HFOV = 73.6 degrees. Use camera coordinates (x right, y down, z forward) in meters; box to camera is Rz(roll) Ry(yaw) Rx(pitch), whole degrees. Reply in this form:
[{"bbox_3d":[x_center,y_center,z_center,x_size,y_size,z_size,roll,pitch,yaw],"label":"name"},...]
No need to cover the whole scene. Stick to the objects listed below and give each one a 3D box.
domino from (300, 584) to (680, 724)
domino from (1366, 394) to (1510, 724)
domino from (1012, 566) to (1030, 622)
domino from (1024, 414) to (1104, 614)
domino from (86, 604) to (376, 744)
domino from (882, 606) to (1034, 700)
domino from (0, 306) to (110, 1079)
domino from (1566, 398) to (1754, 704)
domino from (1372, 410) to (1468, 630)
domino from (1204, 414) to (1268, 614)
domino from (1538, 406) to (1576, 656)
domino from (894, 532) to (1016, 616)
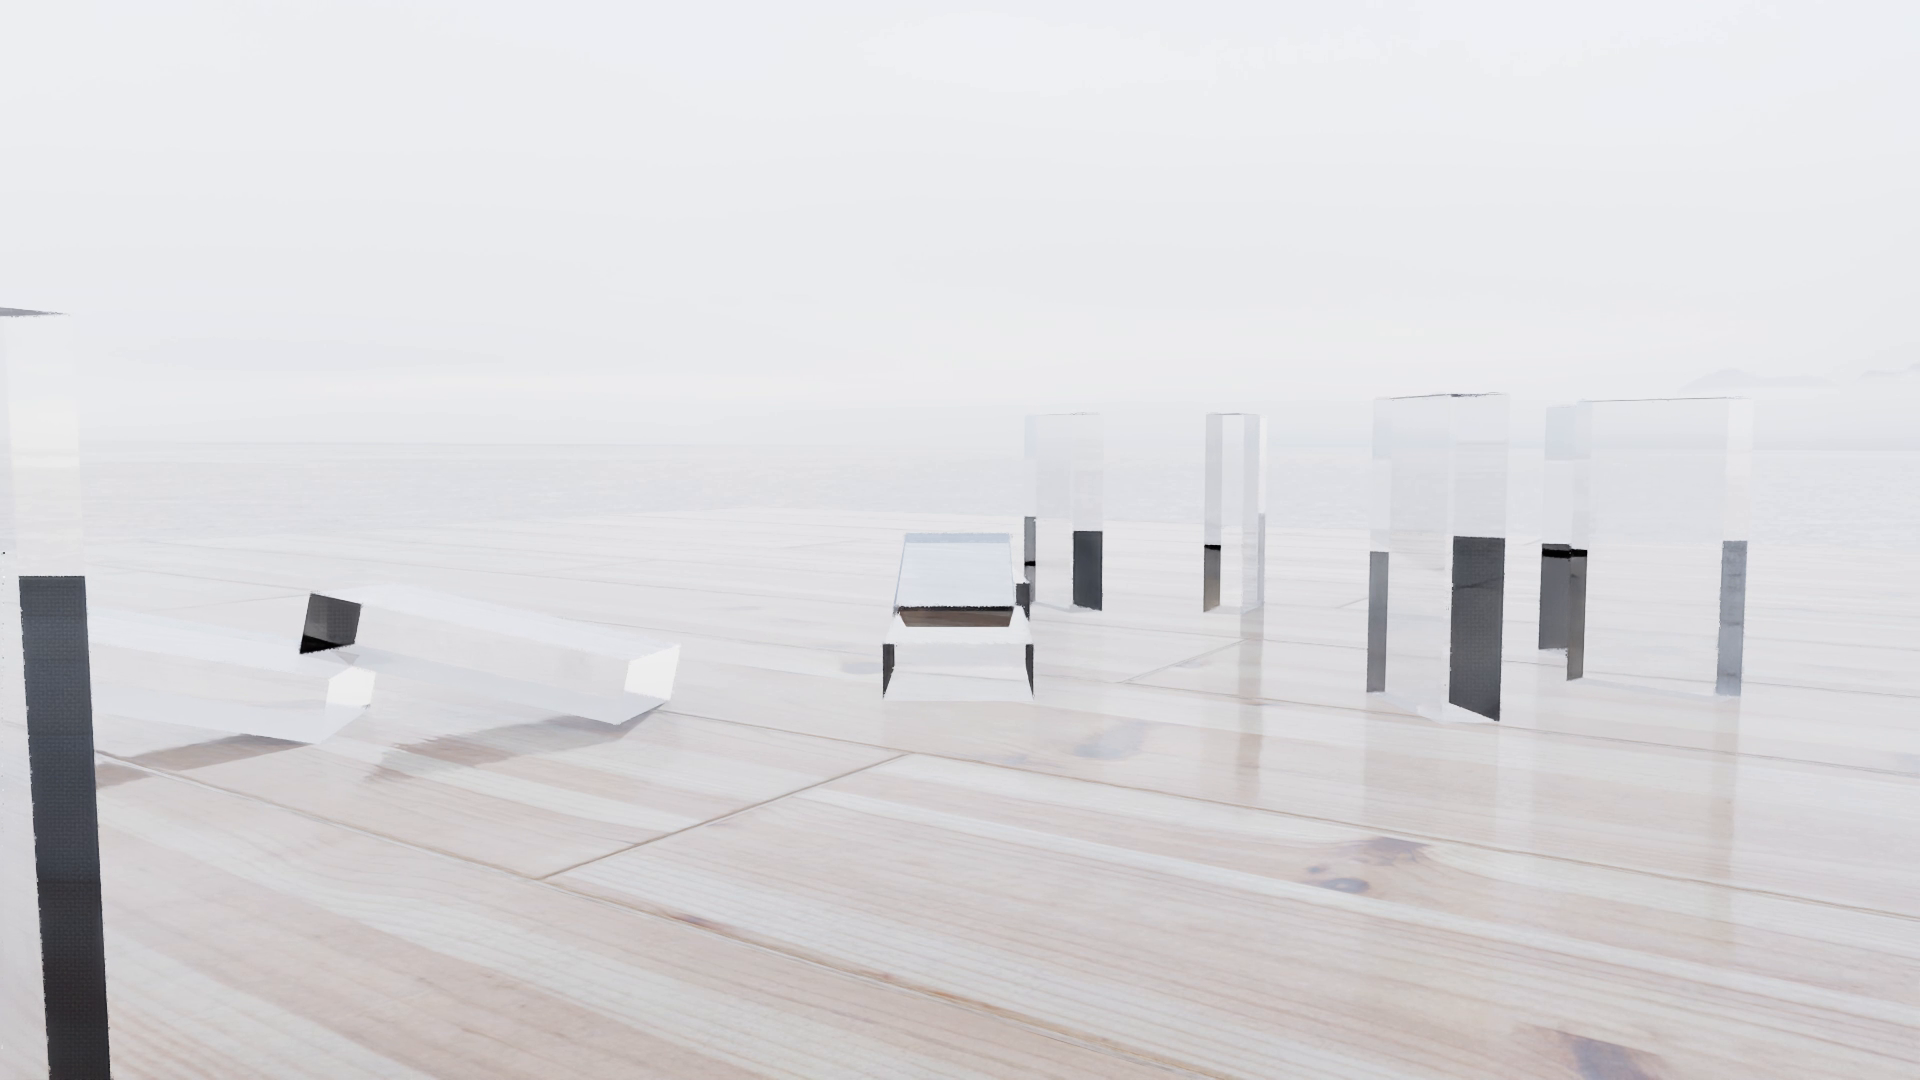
[{"bbox_3d":[-0.073,0.017,0.203,0.050,0.009,0.025,12,2,5],"label":"domino"},{"bbox_3d":[0.076,0.002,0.206,0.010,0.050,0.025,-1,4,-8],"label":"domino"},{"bbox_3d":[0.003,0.013,0.329,0.025,0.010,0.050,0,4,-3],"label":"domino"},{"bbox_3d":[0.027,-0.008,0.334,0.009,0.050,0.025,-2,5,-25],"label":"domino"},{"bbox_3d":[-0.116,0.019,0.190,0.050,0.009,0.025,10,2,-10],"label":"domino"},{"bbox_3d":[0.000,0.020,0.237,0.025,0.009,0.050,0,4,1],"label":"domino"},{"bbox_3d":[-0.060,0.013,0.066,0.010,0.050,0.025,1,5,18],"label":"domino"},{"bbox_3d":[0.120,0.001,0.221,0.010,0.050,0.025,-3,5,-37],"label":"domino"},{"bbox_3d":[0.109,-0.005,0.303,0.025,0.050,0.010,-4,6,-43],"label":"domino"},{"bbox_3d":[0.071,-0.007,0.331,0.010,0.050,0.025,2,5,26],"label":"domino"},{"bbox_3d":[0.133,-0.002,0.263,0.025,0.050,0.010,-1,4,-17],"label":"domino"},{"bbox_3d":[-0.001,0.011,0.287,0.025,0.010,0.050,0,18,1],"label":"domino"}]
